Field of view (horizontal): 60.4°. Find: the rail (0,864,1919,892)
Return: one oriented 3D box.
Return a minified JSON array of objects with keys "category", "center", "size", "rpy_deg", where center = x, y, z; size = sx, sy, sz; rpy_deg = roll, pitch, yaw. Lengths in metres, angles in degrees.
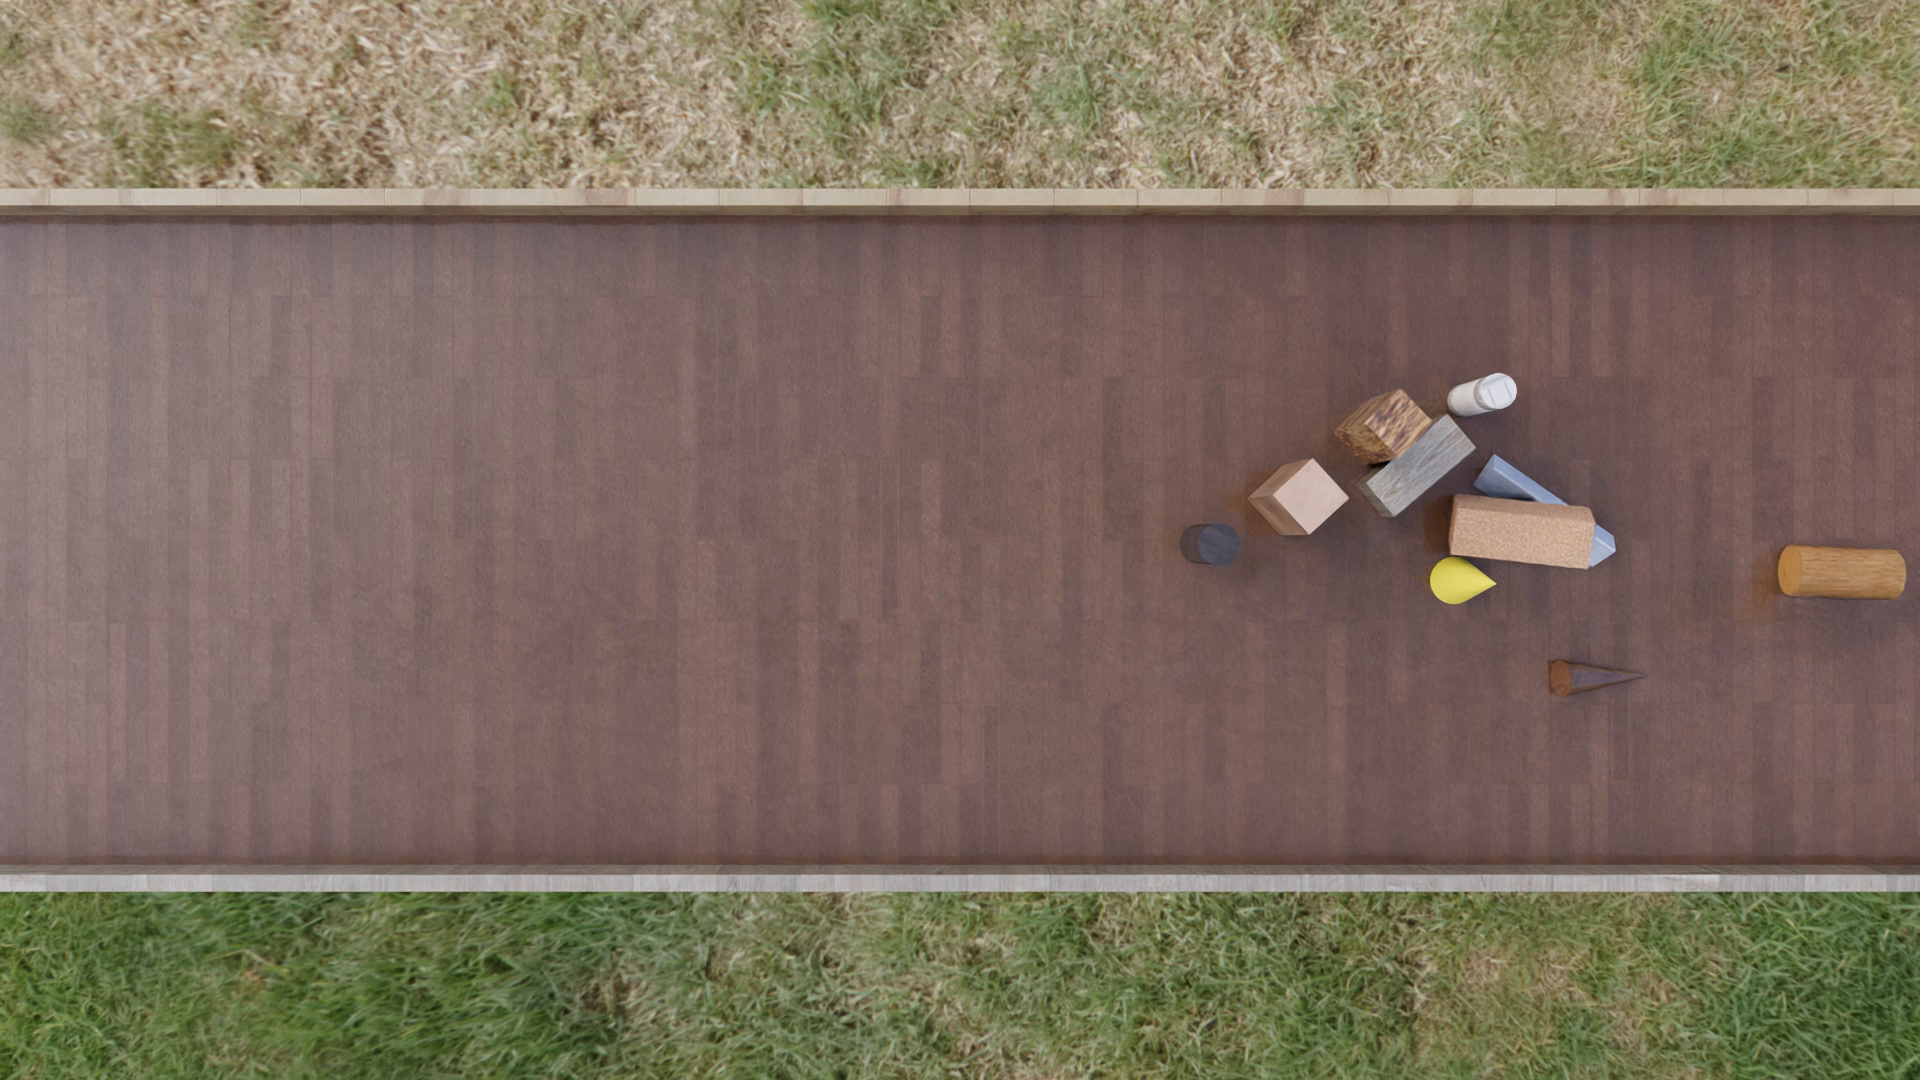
[{"category":"rail","center":[-2.247,1.025,5.001],"size":[12.000,0.150,0.050],"rpy_deg":[0,90,0]}]

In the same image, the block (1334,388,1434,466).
[{"category":"block","center":[1.247,-0.330,4.874],"size":[0.141,0.405,0.141],"rpy_deg":[-44,90,0]}]

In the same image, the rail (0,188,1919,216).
[{"category":"rail","center":[-2.247,-1.025,5.002],"size":[12.000,0.150,0.050],"rpy_deg":[0,90,0]}]

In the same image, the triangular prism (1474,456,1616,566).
[{"category":"triangular prism","center":[1.794,-0.091,5.025],"size":[0.445,0.098,0.113],"rpy_deg":[35,90,0]}]

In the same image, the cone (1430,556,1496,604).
[{"category":"cone","center":[1.521,0.124,4.875],"size":[0.146,0.404,0.146],"rpy_deg":[0,90,0]}]

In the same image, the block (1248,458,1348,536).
[{"category":"block","center":[0.991,-0.123,4.866],"size":[0.153,0.422,0.153],"rpy_deg":[-42,90,0]}]

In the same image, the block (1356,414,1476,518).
[{"category":"block","center":[1.382,-0.223,5.009],"size":[0.320,0.134,0.134],"rpy_deg":[-40,90,0]}]

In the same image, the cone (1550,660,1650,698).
[{"category":"cone","center":[1.978,0.420,5.048],"size":[0.303,0.114,0.114],"rpy_deg":[-1,90,-11]}]

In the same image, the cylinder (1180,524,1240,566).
[{"category":"cylinder","center":[0.736,0.013,4.881],"size":[0.120,0.392,0.120],"rpy_deg":[0,90,0]}]

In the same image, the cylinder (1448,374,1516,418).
[{"category":"cylinder","center":[1.550,-0.429,4.911],"size":[0.102,0.332,0.102],"rpy_deg":[0,90,0]}]

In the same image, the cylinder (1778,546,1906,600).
[{"category":"cylinder","center":[2.672,0.100,5.001],"size":[0.309,0.151,0.151],"rpy_deg":[3,90,0]}]

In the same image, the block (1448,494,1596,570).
[{"category":"block","center":[1.679,-0.028,4.946],"size":[0.390,0.146,0.146],"rpy_deg":[7,110,11]}]
